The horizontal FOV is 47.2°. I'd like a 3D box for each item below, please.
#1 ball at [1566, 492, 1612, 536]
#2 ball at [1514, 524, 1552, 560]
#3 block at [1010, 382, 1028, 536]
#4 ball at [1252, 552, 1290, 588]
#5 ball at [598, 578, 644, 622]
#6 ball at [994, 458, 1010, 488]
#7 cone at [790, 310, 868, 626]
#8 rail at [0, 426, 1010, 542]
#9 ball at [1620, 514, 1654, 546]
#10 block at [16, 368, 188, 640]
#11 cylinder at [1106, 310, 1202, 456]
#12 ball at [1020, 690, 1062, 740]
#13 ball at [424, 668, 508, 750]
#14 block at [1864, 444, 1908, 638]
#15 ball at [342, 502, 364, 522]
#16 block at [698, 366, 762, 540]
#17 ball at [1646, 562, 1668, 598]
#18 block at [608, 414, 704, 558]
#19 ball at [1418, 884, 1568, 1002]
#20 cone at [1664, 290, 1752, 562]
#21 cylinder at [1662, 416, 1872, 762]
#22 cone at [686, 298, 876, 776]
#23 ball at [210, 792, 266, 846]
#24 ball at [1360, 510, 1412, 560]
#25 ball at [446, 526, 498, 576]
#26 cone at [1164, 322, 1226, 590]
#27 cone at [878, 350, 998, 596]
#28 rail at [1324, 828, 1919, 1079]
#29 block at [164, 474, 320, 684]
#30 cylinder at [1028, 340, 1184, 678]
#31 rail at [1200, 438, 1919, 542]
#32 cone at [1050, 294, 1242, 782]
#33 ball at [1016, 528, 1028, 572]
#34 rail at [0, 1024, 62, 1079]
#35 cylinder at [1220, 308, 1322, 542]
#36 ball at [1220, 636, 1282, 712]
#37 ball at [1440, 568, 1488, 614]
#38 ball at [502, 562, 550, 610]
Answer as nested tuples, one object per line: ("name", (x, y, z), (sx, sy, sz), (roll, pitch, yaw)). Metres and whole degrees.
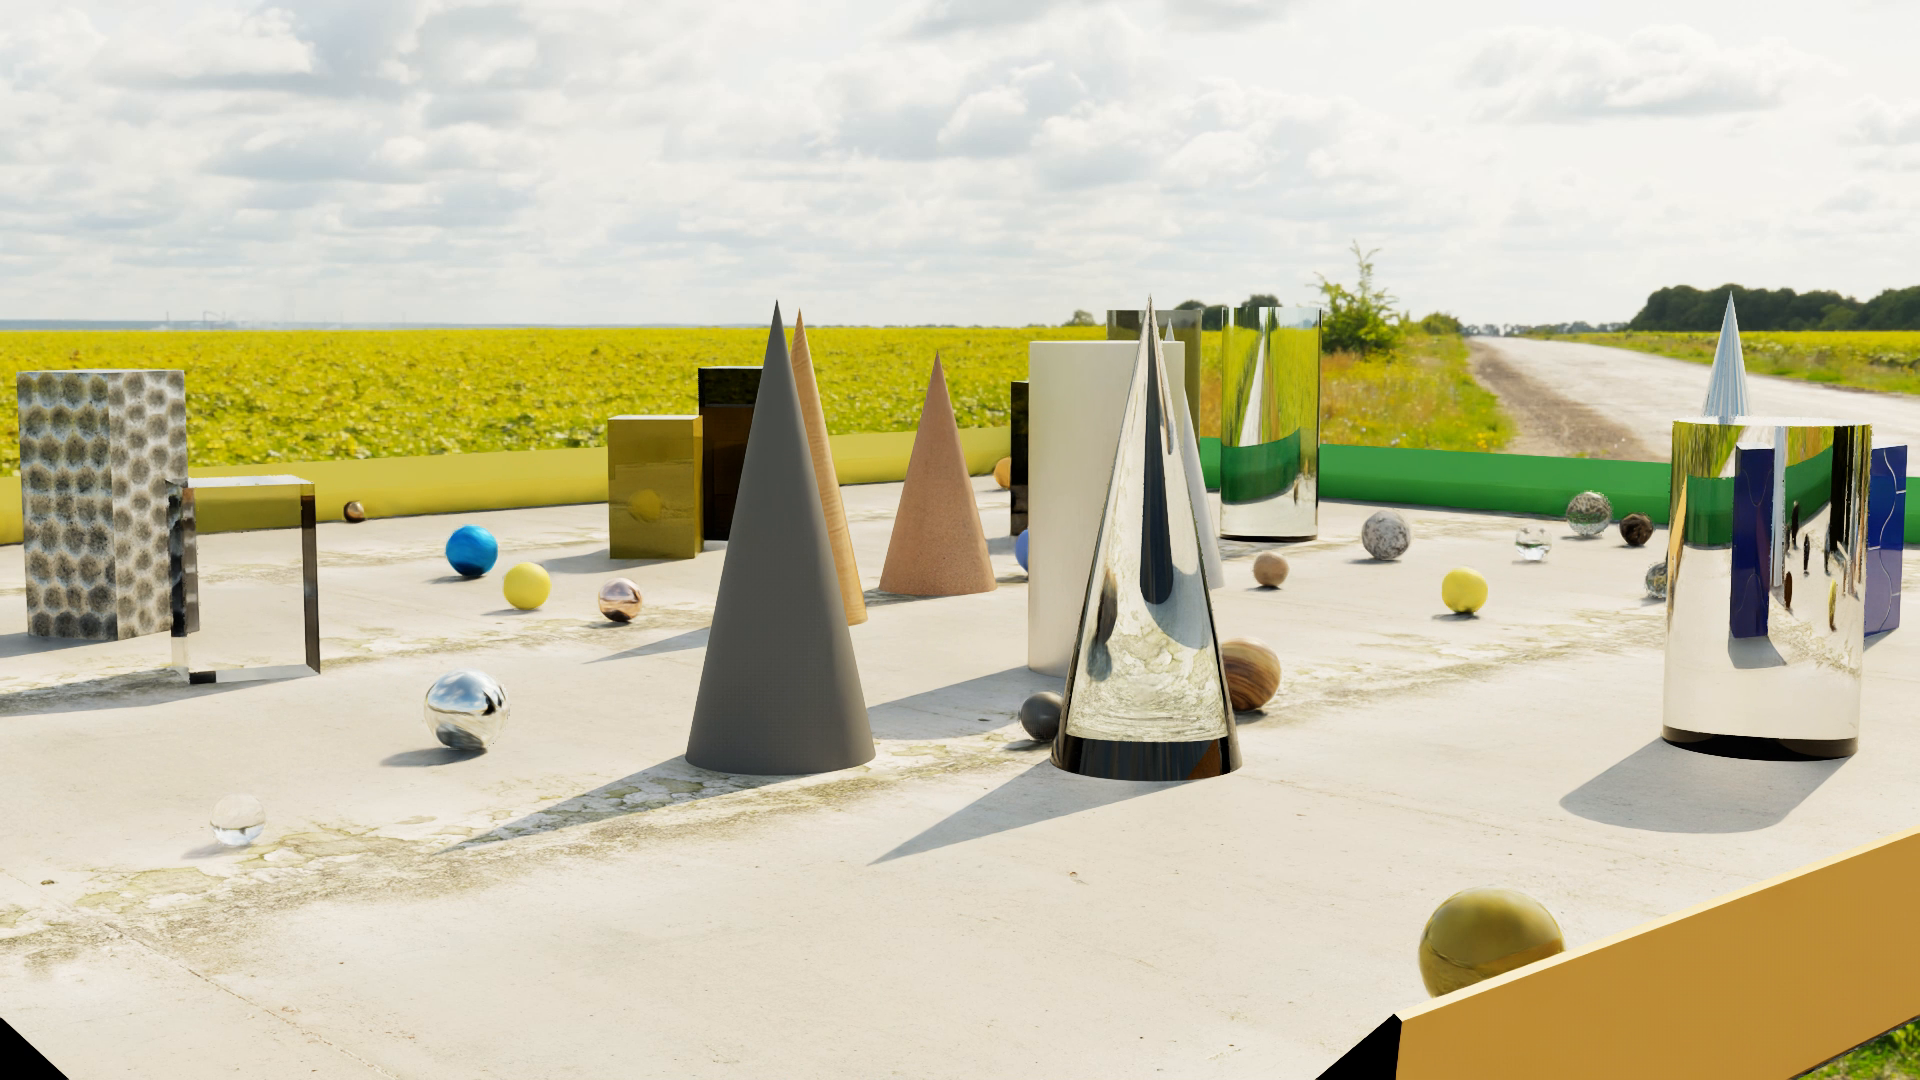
("ball", (1.231, -0.051, 4.306), (0.085, 0.085, 0.085), (0, 6, 0))
("ball", (1.014, 0.004, 3.887), (0.065, 0.065, 0.065), (0, 6, 0))
("block", (0.204, -0.157, 4.291), (0.152, 0.301, 0.152), (-4, 7, -31))
("ball", (0.497, 0.047, 3.515), (0.058, 0.058, 0.058), (0, 6, 0))
("ball", (-0.483, 0.085, 3.125), (0.064, 0.064, 0.064), (0, 6, 0))
("ball", (0.123, -0.165, 5.428), (0.078, 0.078, 0.078), (0, 6, 0))
("cone", (-0.226, -0.108, 3.127), (0.190, 0.447, 0.190), (0, 6, 0))
("rail", (-1.242, -0.109, 4.671), (3.821, 0.123, 0.045), (-6, 8, -42))
("ball", (1.274, -0.021, 4.142), (0.060, 0.060, 0.060), (0, 6, 0))
("block", (-1.175, -0.053, 3.028), (0.152, 0.359, 0.152), (2, 6, 20))
("cylinder", (0.388, -0.241, 4.420), (0.190, 0.440, 0.190), (0, 6, 0))
("ball", (0.088, 0.182, 2.271), (0.051, 0.051, 0.051), (0, 6, 0))
("ball", (-0.500, 0.170, 2.223), (0.083, 0.083, 0.083), (0, 6, 0))
("block", (1.207, -0.005, 3.059), (0.152, 0.256, 0.152), (6, 8, 43))
("ball", (-1.264, -0.059, 4.584), (0.044, 0.044, 0.044), (0, 6, 0))
("block", (-0.411, -0.170, 4.270), (0.152, 0.330, 0.152), (1, 6, 10))
("ball", (1.086, 0.062, 3.391), (0.054, 0.054, 0.054), (0, 6, 0))
("block", (-0.549, -0.098, 3.980), (0.152, 0.249, 0.152), (0, 6, -1))
("ball", (0.328, 0.258, 1.355), (0.091, 0.091, 0.091), (0, 6, 0))
("cone", (1.279, -0.179, 3.672), (0.190, 0.474, 0.190), (0, 6, 0))
("cylinder", (0.821, 0.044, 2.243), (0.190, 0.330, 0.190), (0, 6, 0))
("cone", (-0.179, -0.011, 2.172), (0.190, 0.455, 0.190), (0, 6, 0))
("ball", (-0.600, 0.232, 1.827), (0.044, 0.044, 0.044), (0, 6, 0))
("ball", (0.756, -0.009, 3.903), (0.088, 0.088, 0.088), (0, 6, 0))
("ball", (-0.811, 0.018, 3.655), (0.085, 0.085, 0.085), (0, 6, 0))
("cone", (0.335, -0.142, 3.537), (0.190, 0.428, 0.190), (0, 6, 0))
("cone", (-0.035, -0.113, 3.492), (0.190, 0.381, 0.190), (0, 6, 0))
("rail", (1.242, 0.173, 1.994), (3.821, 0.123, 0.045), (-6, 8, -42))
("block", (-0.881, 0.044, 2.698), (0.152, 0.234, 0.152), (-3, 7, -27))
("cylinder", (0.179, -0.042, 2.709), (0.190, 0.403, 0.190), (0, 6, 0))
("rail", (1.387, -0.102, 4.605), (0.045, 0.123, 3.710), (-6, 8, -42))
("cone", (0.183, -0.012, 2.145), (0.190, 0.462, 0.190), (0, 6, 0))
("ball", (0.135, 0.017, 3.660), (0.086, 0.086, 0.086), (0, 6, 0))
("rail", (-1.387, 0.166, 2.060), (0.045, 0.123, 3.710), (-6, 8, -42))
("cylinder", (0.600, -0.226, 4.254), (0.190, 0.446, 0.190), (0, 6, 0))
("ball", (0.314, 0.147, 2.436), (0.084, 0.084, 0.084), (0, 6, 0))
("ball", (0.735, 0.075, 3.204), (0.068, 0.068, 0.068), (0, 6, 0))
("ball", (-0.641, 0.068, 3.256), (0.070, 0.070, 0.070), (0, 6, 0))
